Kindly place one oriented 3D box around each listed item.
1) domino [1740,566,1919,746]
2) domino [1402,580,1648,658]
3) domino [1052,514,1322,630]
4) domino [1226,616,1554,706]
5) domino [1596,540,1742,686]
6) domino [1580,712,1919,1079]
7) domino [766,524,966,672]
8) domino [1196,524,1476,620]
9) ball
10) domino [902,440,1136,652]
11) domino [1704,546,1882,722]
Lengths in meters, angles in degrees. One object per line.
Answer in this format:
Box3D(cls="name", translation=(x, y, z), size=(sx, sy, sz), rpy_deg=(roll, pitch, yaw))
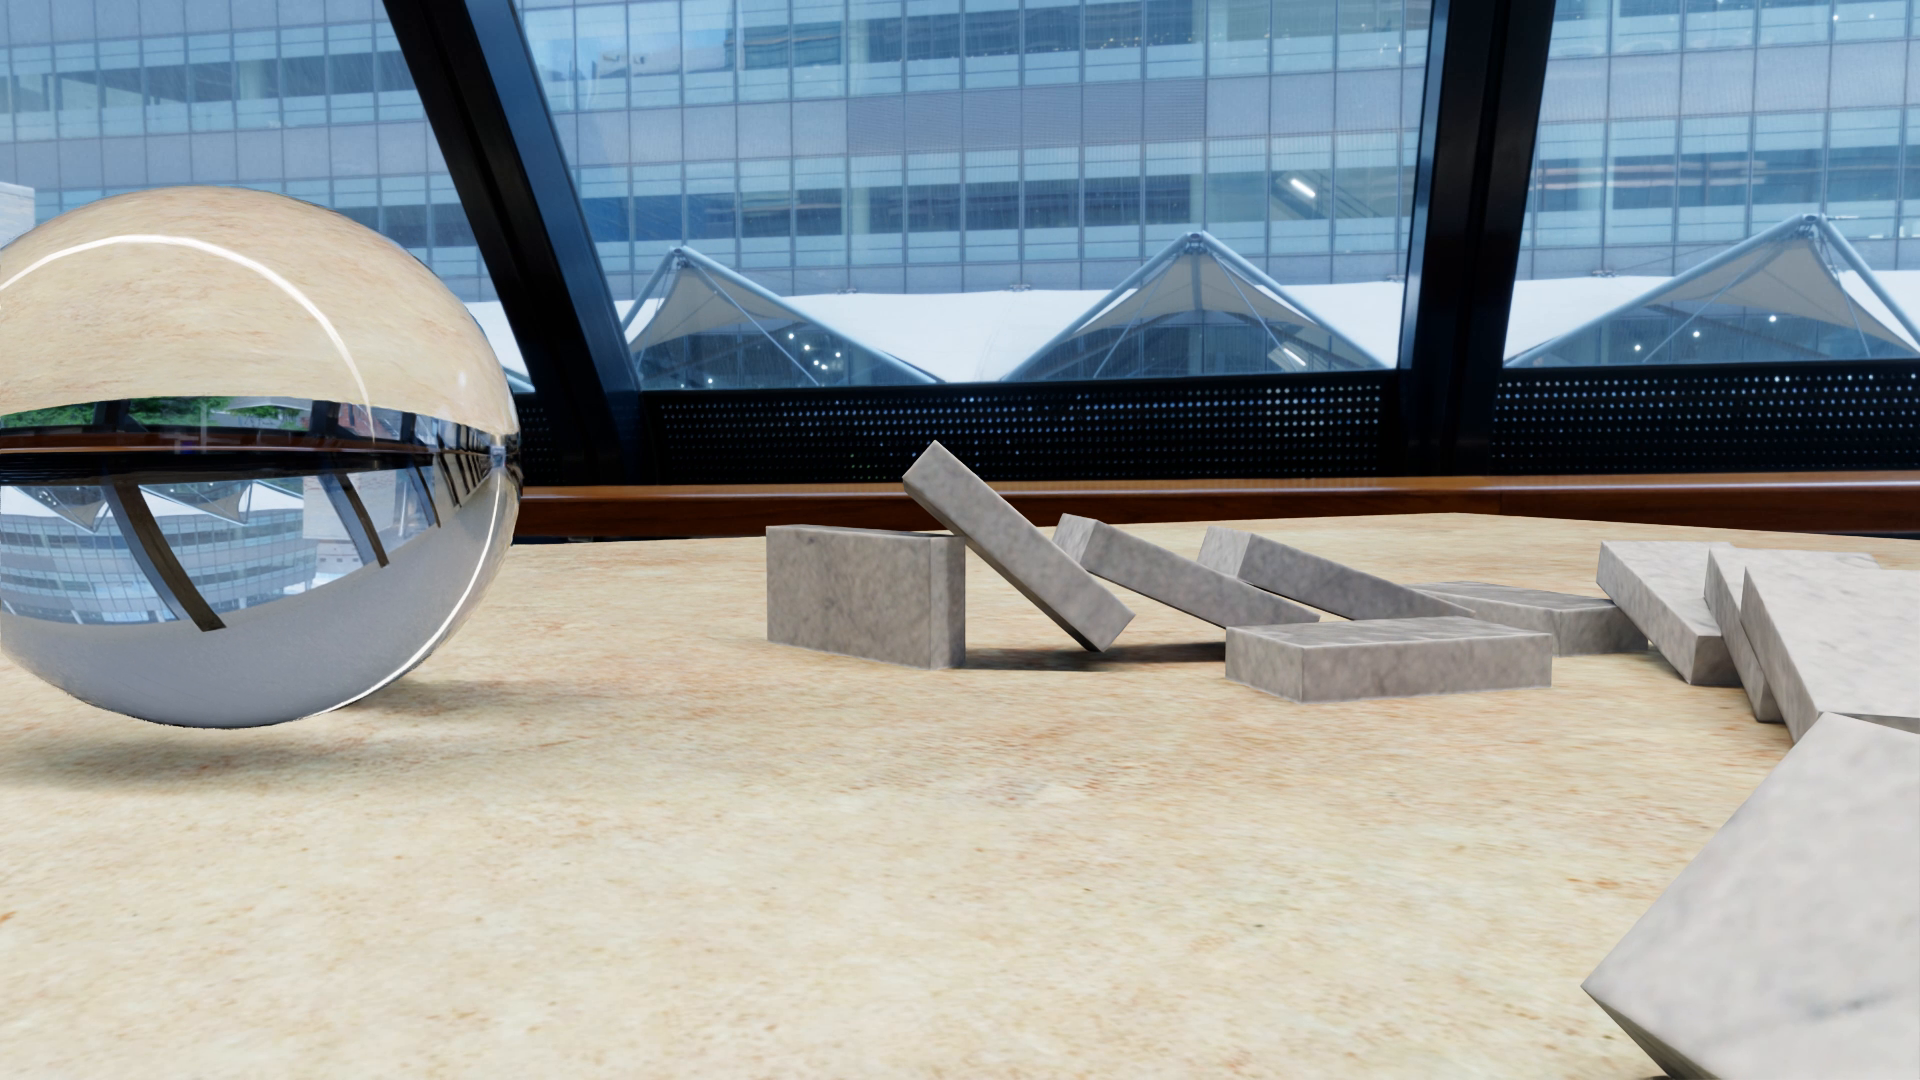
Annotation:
Box3D(cls="domino", translation=(0.128, 0.018, 0.179), size=(0.025, 0.009, 0.050), rpy_deg=(2, 21, 21))
Box3D(cls="domino", translation=(0.121, 0.017, 0.283), size=(0.025, 0.009, 0.050), rpy_deg=(-2, 5, -23))
Box3D(cls="domino", translation=(0.045, 0.009, 0.261), size=(0.050, 0.009, 0.025), rpy_deg=(22, 0, -11))
Box3D(cls="domino", translation=(0.076, 0.021, 0.228), size=(0.050, 0.009, 0.025), rpy_deg=(-1, 4, -18))
Box3D(cls="domino", translation=(0.145, 0.013, 0.247), size=(0.025, 0.009, 0.050), rpy_deg=(1, 19, 8))
Box3D(cls="domino", translation=(0.057, 0.026, 0.062), size=(0.009, 0.025, 0.050), rpy_deg=(44, -3, -10))
Box3D(cls="domino", translation=(-0.020, 0.011, 0.260), size=(0.050, 0.025, 0.010), rpy_deg=(4, 6, 44))
Box3D(cls="domino", translation=(0.077, 0.010, 0.266), size=(0.050, 0.009, 0.025), rpy_deg=(19, 1, -9))
Box3D(cls="ball", translation=(-0.107, -0.012, 0.192), size=(0.080, 0.080, 0.080), rpy_deg=(0, 4, 0))
Box3D(cls="domino", translation=(0.011, 0.002, 0.253), size=(0.050, 0.009, 0.025), rpy_deg=(41, -4, 2))
Box3D(cls="domino", translation=(0.142, 0.015, 0.212), size=(0.025, 0.009, 0.050), rpy_deg=(3, 21, 20))
